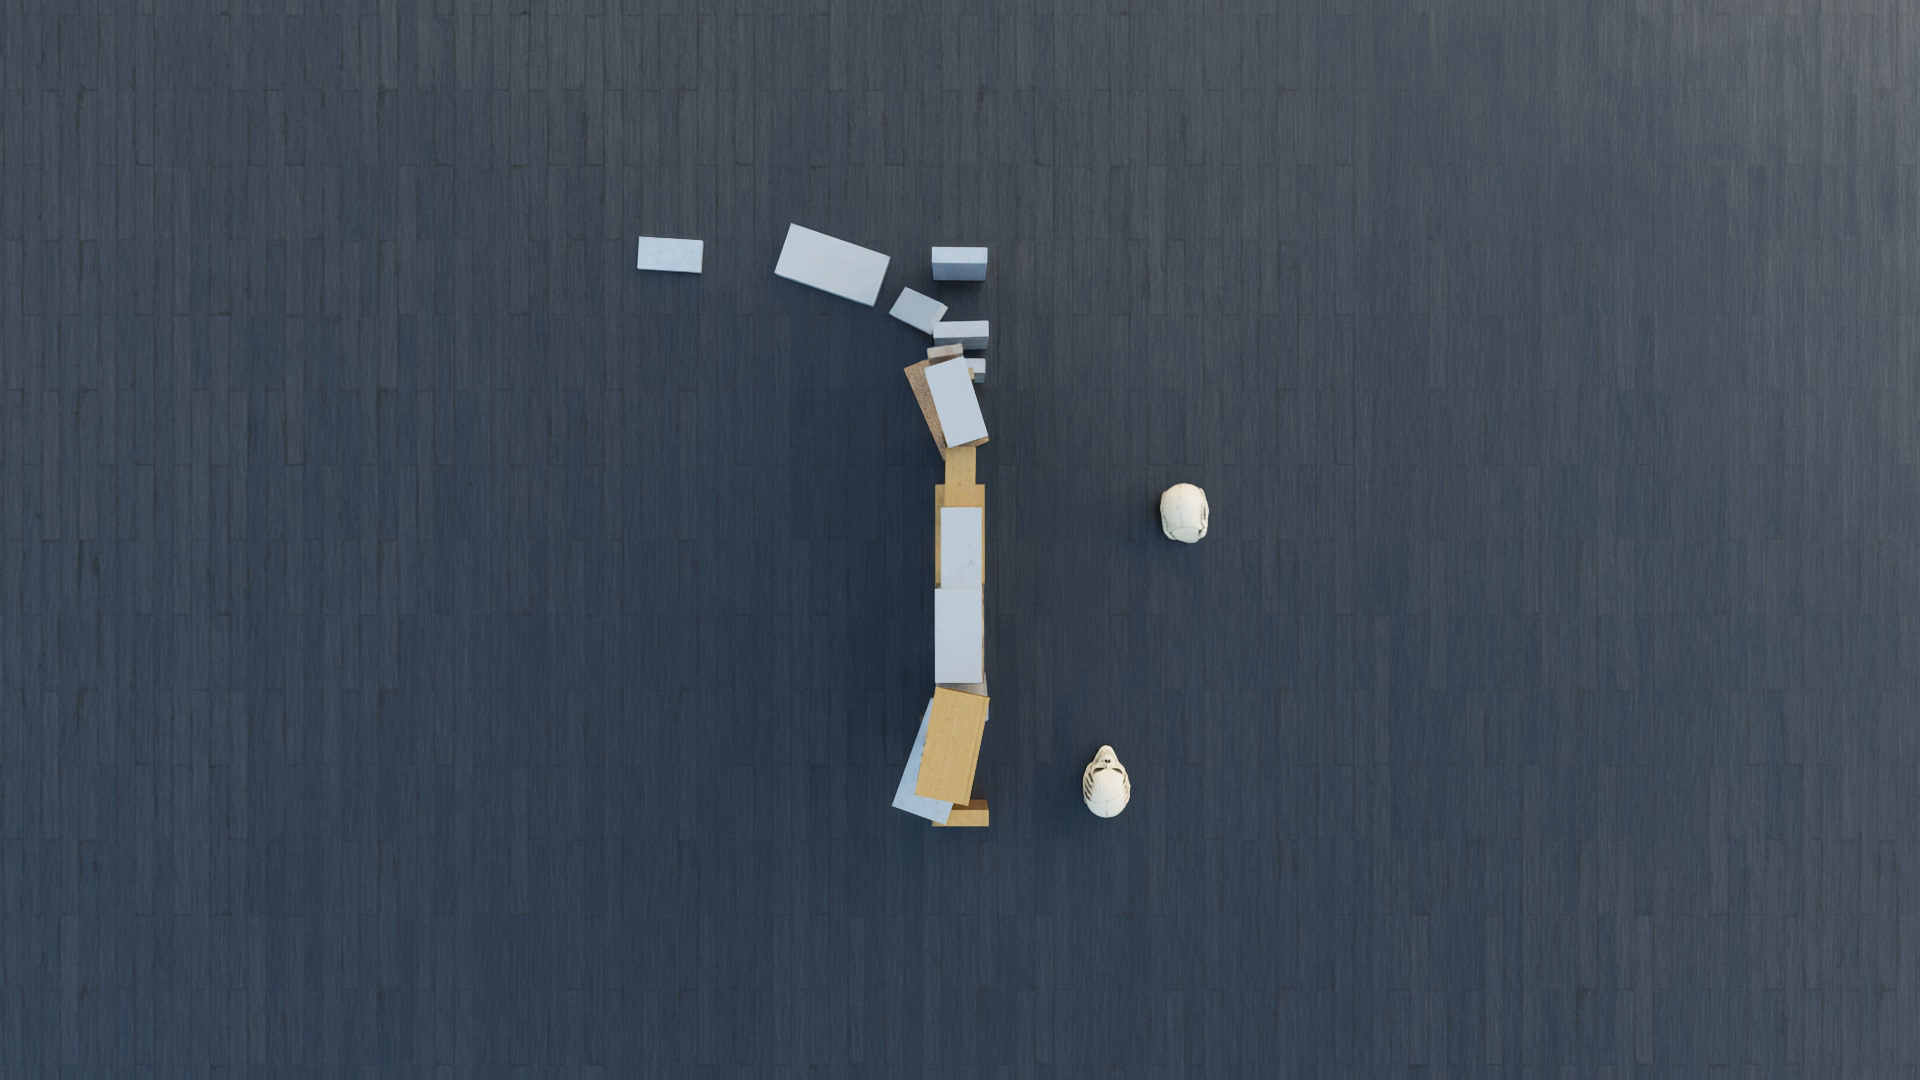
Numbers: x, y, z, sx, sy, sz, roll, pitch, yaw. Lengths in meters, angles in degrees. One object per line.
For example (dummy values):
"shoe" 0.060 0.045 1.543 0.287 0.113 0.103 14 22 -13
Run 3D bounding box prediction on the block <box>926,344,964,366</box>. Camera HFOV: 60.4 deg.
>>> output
"block" -0.045 -0.562 5.021 0.104 0.247 0.030 -8 90 0

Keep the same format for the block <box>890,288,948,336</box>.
"block" -0.138 -0.753 5.415 0.030 0.209 0.104 32 90 -45

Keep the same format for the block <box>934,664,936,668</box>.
"block" -0.002 0.388 5.346 0.153 0.307 0.043 3 89 0

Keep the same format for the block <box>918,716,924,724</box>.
"block" -0.024 0.593 5.324 0.176 0.352 0.050 -19 75 0

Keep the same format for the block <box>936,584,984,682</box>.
"block" -0.001 0.289 5.171 0.153 0.043 0.307 0 90 0

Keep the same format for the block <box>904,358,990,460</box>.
"block" -0.042 -0.422 5.166 0.156 0.044 0.311 -23 90 0

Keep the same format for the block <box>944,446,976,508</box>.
"block" 0.001 -0.189 4.956 0.090 0.025 0.180 1 90 0

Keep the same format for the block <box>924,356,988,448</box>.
"block" -0.012 -0.407 4.881 0.123 0.035 0.246 -17 90 0

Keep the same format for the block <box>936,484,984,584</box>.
"block" 0.000 -0.019 5.170 0.154 0.044 0.308 0 90 0

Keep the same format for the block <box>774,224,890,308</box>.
"block" -0.422 -0.910 5.476 0.345 0.049 0.172 19 90 0

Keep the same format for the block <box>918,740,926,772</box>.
"block" -0.036 0.658 4.939 0.158 0.315 0.045 12 103 0

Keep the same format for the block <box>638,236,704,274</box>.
"block" -0.963 -0.948 5.485 0.209 0.030 0.104 4 90 0

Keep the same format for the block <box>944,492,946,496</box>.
"block" 0.000 -0.131 5.059 0.090 0.180 0.026 0 90 0

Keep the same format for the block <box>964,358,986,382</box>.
"block" 0.001 -0.548 5.344 0.156 0.311 0.044 1 90 0

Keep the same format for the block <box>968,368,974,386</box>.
"block" -0.019 -0.487 5.021 0.123 0.246 0.035 -9 90 0

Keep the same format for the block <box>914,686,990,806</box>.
"block" -0.023 0.593 4.759 0.158 0.045 0.315 11 90 0

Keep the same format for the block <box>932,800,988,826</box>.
"block" 0.001 0.879 5.323 0.176 0.352 0.050 0 86 0

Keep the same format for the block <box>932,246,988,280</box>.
"block" -0.001 -0.891 5.328 0.172 0.345 0.049 1 90 0

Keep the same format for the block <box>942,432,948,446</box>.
"block" 0.009 -0.321 5.022 0.123 0.246 0.035 -18 90 0

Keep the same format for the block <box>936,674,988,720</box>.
"block" 0.003 0.477 5.061 0.158 0.556 0.045 0 95 0

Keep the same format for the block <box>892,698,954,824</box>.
"block" -0.068 0.686 5.122 0.176 0.050 0.352 20 90 0

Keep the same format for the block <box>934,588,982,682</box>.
"block" -0.004 0.281 4.854 0.138 0.039 0.275 0 90 0

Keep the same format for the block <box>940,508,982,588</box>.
"block" 0.004 0.025 4.890 0.121 0.034 0.241 0 90 0

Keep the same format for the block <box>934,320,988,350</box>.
"block" 0.003 -0.659 5.328 0.172 0.345 0.049 -2 90 0
